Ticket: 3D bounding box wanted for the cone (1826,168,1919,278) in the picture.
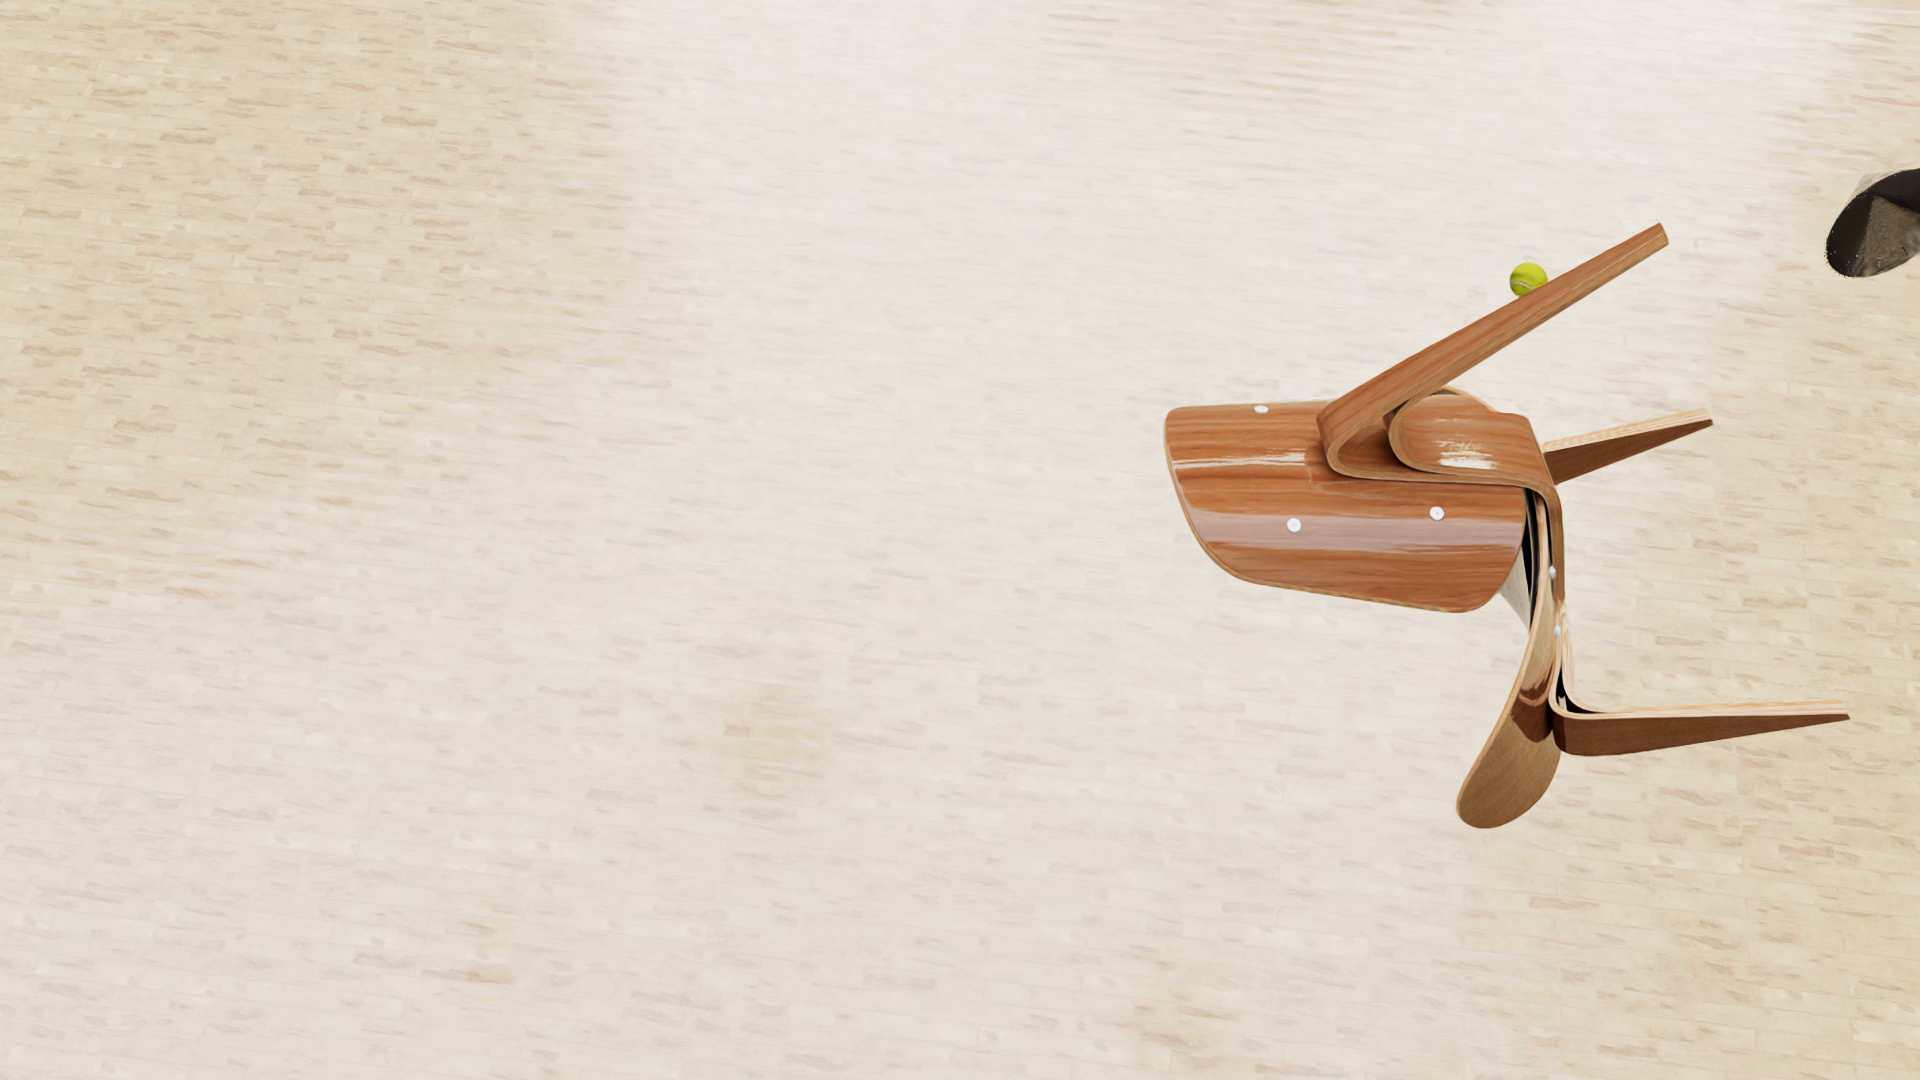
[{"bbox_3d":[1.752,-0.653,4.206,0.197,0.262,0.172,24,38,-19],"label":"cone"}]
